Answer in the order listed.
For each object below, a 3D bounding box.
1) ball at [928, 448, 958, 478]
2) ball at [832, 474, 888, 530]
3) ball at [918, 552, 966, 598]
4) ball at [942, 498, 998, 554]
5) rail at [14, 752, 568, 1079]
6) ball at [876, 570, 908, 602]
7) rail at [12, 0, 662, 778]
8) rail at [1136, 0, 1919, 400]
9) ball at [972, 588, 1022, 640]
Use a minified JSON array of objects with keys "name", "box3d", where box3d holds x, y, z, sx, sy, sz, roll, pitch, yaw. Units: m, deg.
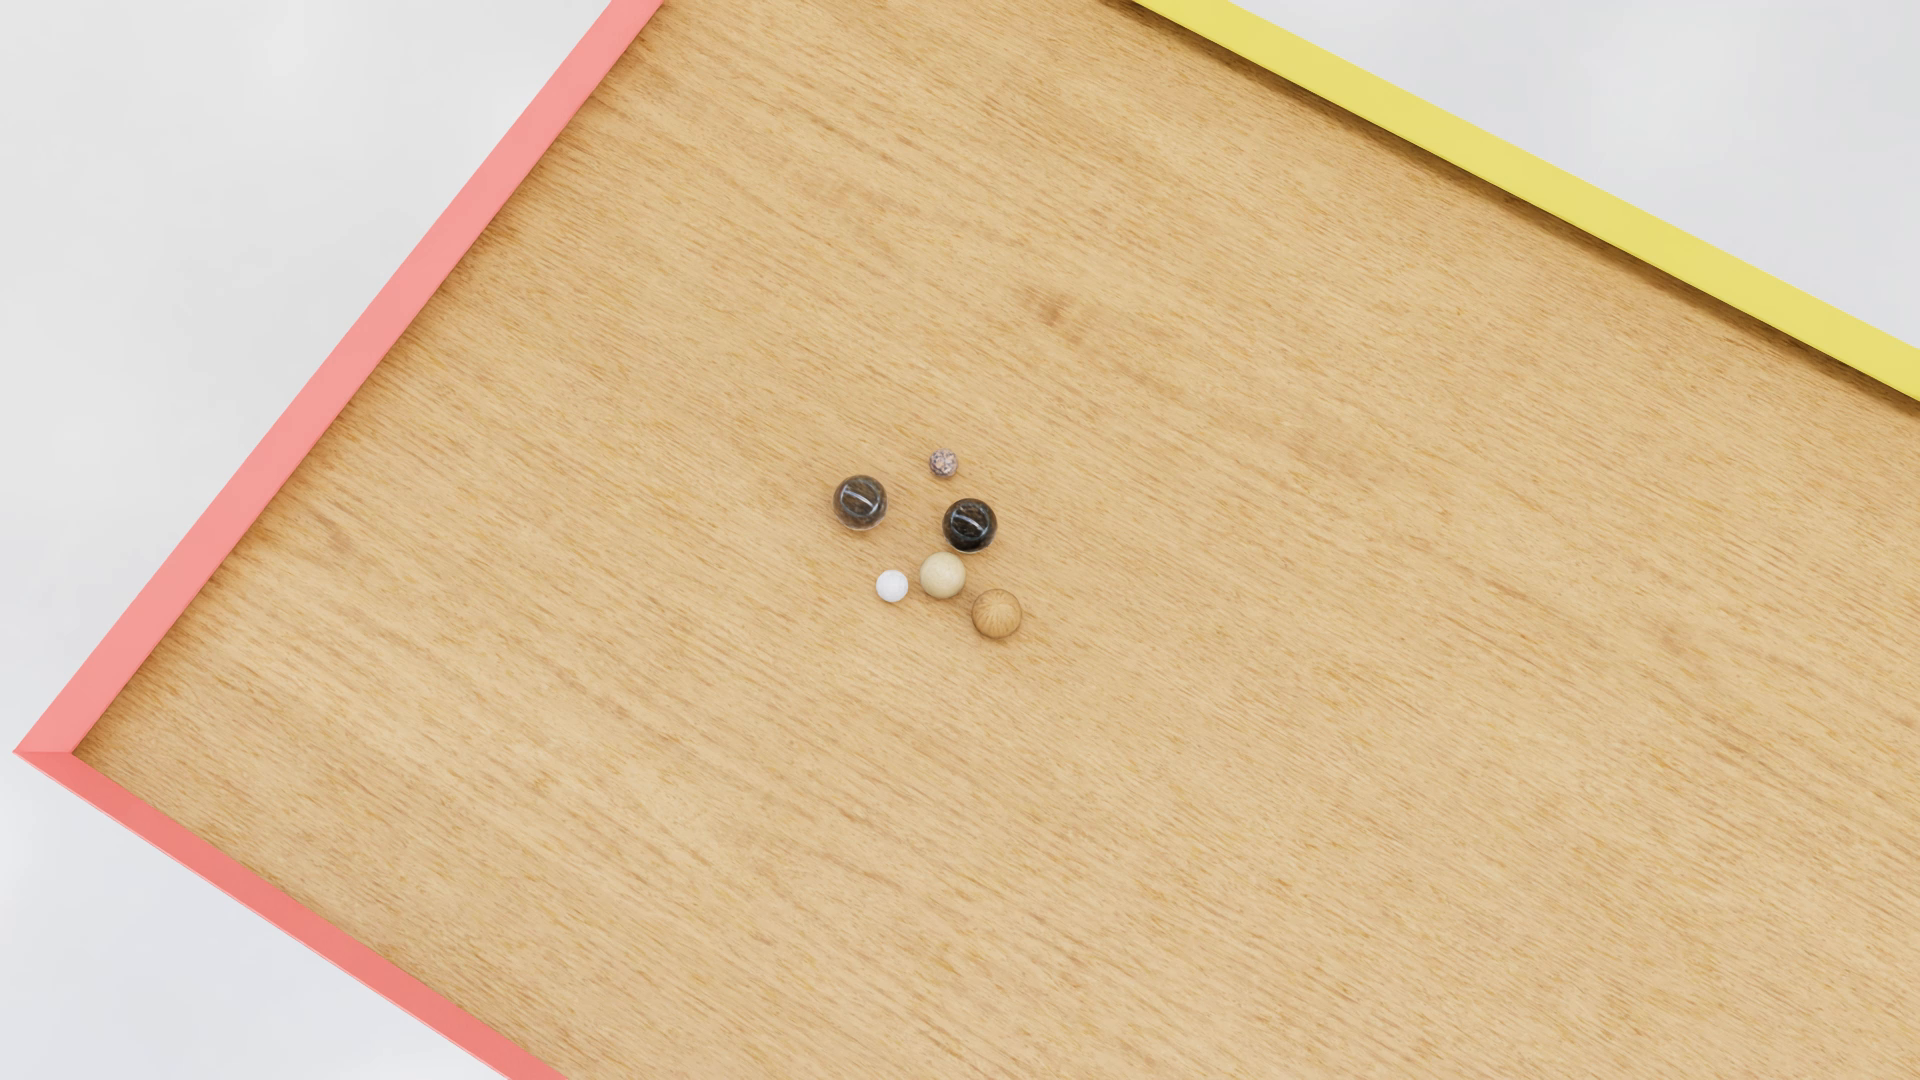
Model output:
[{"name":"ball","box3d":[-0.027,-0.124,3.530,0.048,0.048,0.048,0,69,0]},{"name":"ball","box3d":[-0.158,-0.059,3.482,0.090,0.090,0.090,0,69,0]},{"name":"ball","box3d":[-0.027,0.055,3.446,0.075,0.075,0.075,0,69,0]},{"name":"ball","box3d":[0.016,-0.023,3.469,0.089,0.089,0.089,0,69,0]},{"name":"rail","box3d":[0.318,1.298,2.939,4.018,0.117,0.045,30,72,11]},{"name":"ball","box3d":[-0.106,0.072,3.452,0.051,0.051,0.051,0,69,0]},{"name":"rail","box3d":[-0.836,-0.487,3.633,0.045,0.117,2.102,30,72,11]},{"name":"rail","box3d":[1.394,-0.334,3.574,4.018,0.117,0.045,30,72,11]},{"name":"ball","box3d":[0.057,0.115,3.421,0.079,0.079,0.079,0,69,0]}]
